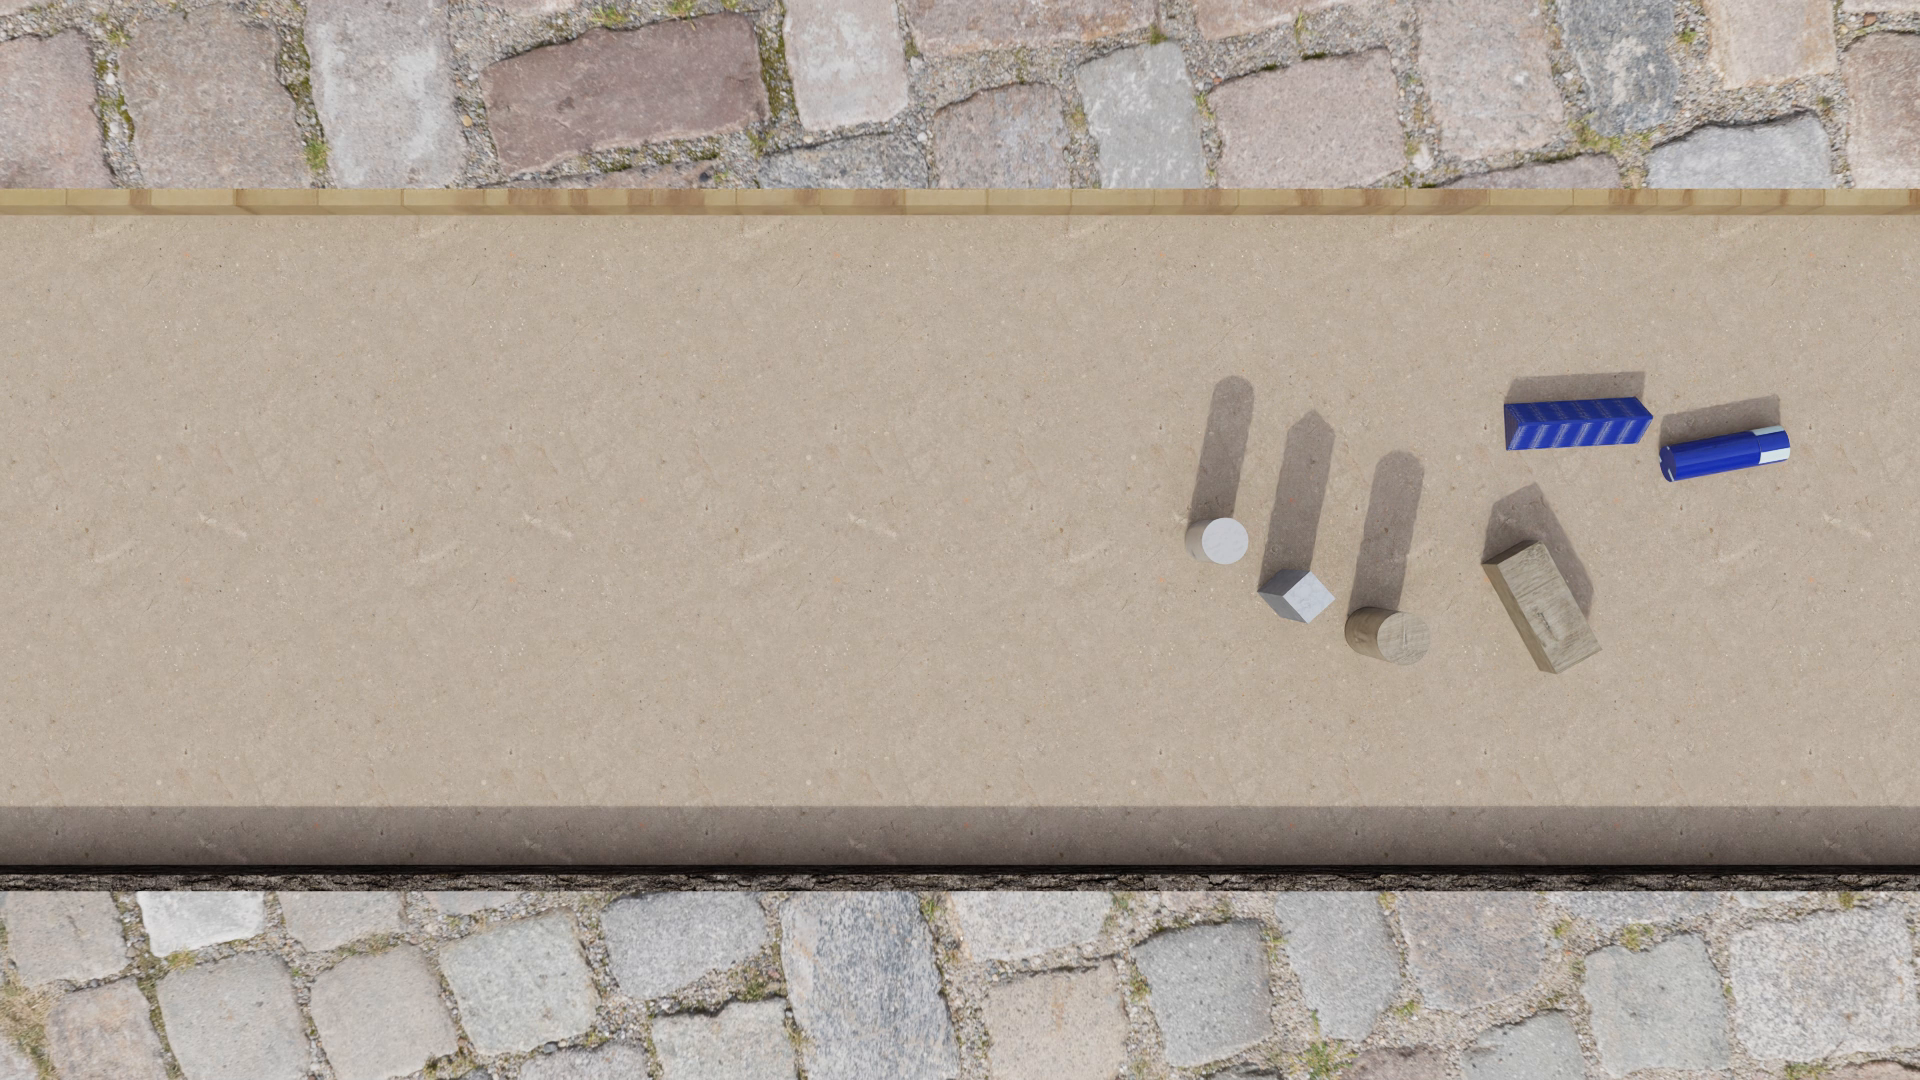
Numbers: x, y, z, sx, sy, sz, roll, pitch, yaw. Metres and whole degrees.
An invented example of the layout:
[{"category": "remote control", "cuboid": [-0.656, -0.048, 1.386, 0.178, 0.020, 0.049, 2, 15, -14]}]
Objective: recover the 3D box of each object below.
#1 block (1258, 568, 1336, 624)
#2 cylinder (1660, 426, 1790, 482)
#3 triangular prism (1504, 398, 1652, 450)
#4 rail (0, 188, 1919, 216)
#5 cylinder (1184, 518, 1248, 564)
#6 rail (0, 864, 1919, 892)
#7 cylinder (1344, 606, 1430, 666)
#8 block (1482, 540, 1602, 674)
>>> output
[{"category": "block", "cuboid": [0.988, 0.162, 4.871, 0.106, 0.411, 0.106, -42, 90, 0]}, {"category": "cylinder", "cuboid": [2.326, -0.263, 5.020, 0.348, 0.112, 0.112, -10, 90, 0]}, {"category": "triangular prism", "cuboid": [1.879, -0.357, 5.012, 0.405, 0.122, 0.140, -3, 90, 0]}, {"category": "rail", "cuboid": [-2.247, -1.025, 5.002, 12.000, 0.150, 0.050, 0, 90, 0]}, {"category": "cylinder", "cuboid": [0.758, 0.003, 4.894, 0.133, 0.366, 0.133, 0, 90, 0]}, {"category": "rail", "cuboid": [-2.247, 1.025, 5.001, 12.000, 0.150, 0.050, 0, 90, 0]}, {"category": "cylinder", "cuboid": [1.259, 0.280, 4.877, 0.152, 0.399, 0.152, 0, 90, 0]}, {"category": "block", "cuboid": [1.760, 0.201, 5.000, 0.153, 0.153, 0.374, -29, 90, 0]}]
